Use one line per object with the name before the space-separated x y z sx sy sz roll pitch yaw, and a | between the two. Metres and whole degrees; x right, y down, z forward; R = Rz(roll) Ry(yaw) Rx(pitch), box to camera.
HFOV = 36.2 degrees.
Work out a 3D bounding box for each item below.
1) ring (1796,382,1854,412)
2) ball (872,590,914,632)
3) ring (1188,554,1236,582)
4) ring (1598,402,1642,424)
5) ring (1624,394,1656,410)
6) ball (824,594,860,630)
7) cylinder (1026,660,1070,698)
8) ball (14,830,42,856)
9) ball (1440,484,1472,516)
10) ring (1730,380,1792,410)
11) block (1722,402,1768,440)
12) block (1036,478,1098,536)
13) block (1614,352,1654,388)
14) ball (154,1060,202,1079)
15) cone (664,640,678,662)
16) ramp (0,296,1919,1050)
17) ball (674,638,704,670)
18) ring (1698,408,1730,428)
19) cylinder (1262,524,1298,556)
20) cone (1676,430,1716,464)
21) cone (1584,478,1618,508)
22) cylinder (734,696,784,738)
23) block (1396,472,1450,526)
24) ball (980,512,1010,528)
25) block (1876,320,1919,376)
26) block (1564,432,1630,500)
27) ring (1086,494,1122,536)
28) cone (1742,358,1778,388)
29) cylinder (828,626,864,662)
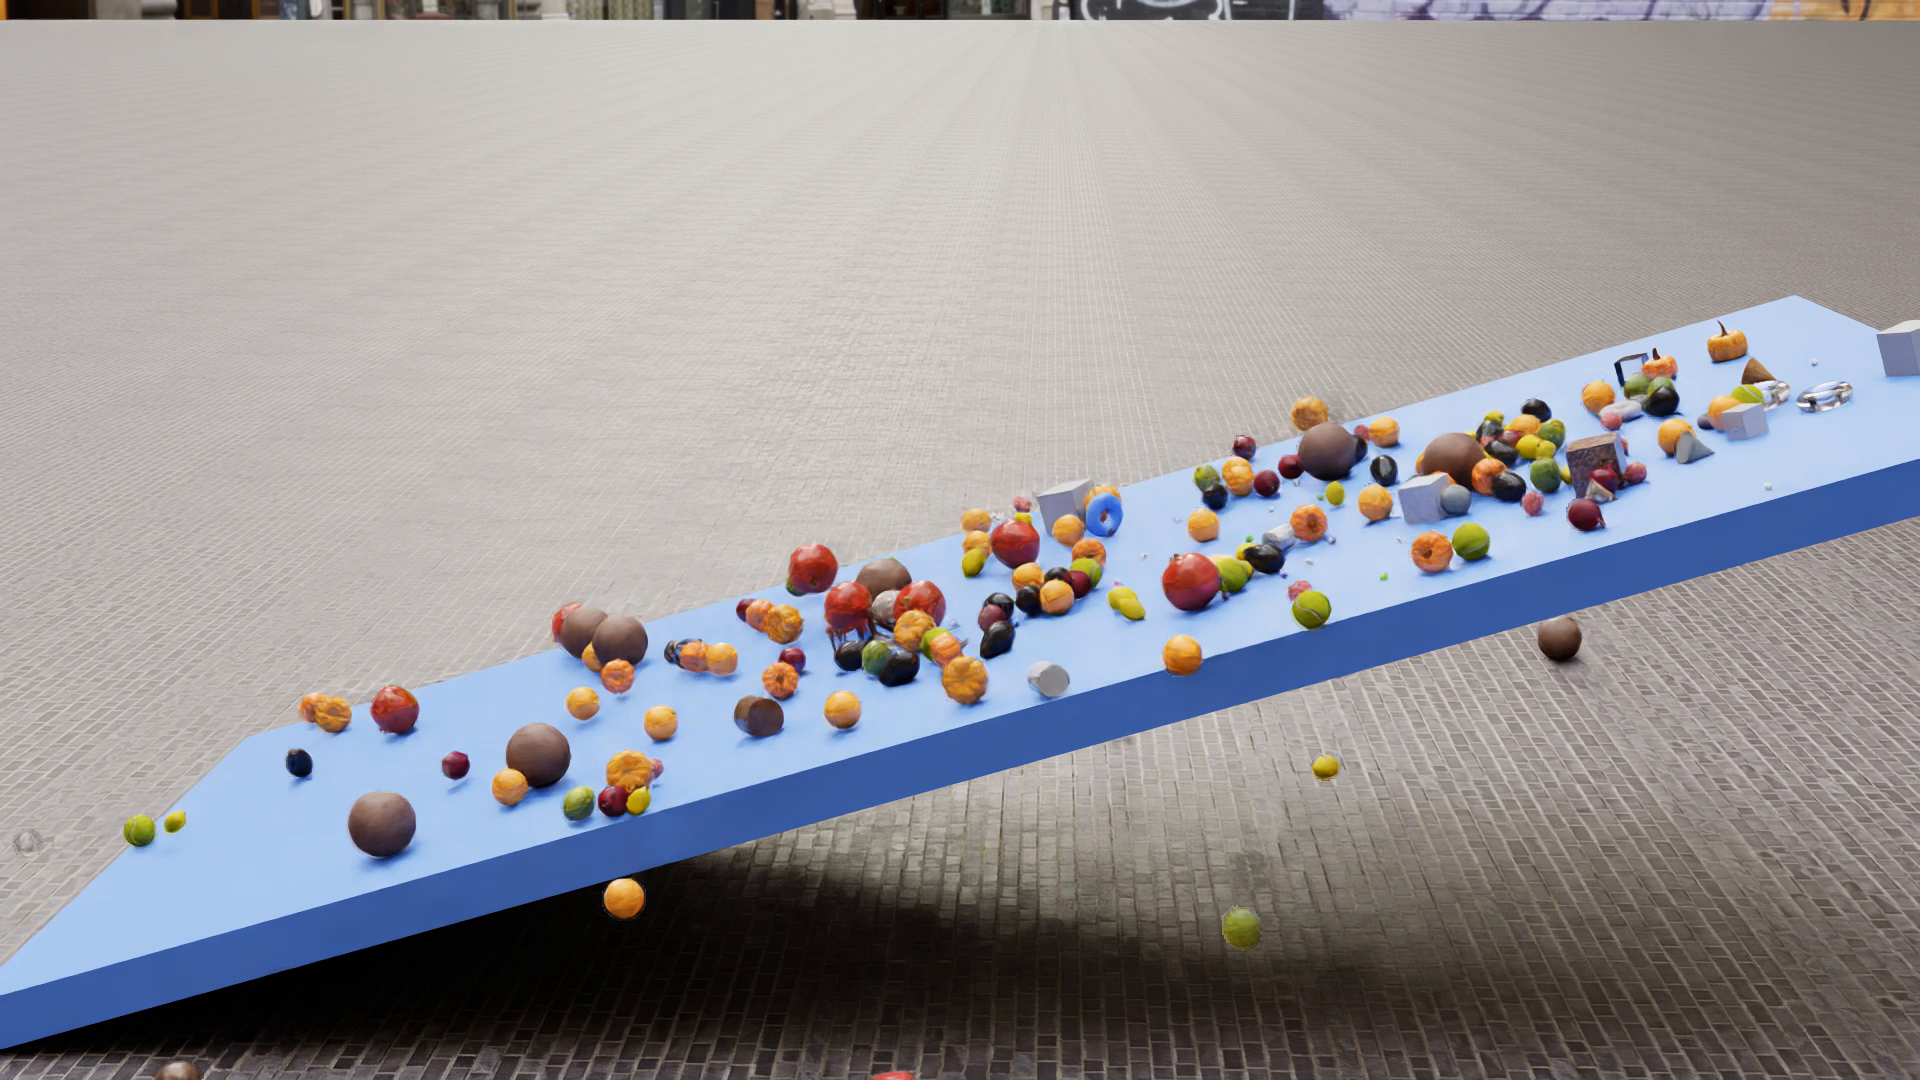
ring | 1.712 -0.284 5.823 0.111 0.037 0.111 -18 10 3
ball | -0.144 0.153 6.337 0.092 0.092 0.092 0 11 0
ring | 0.511 0.057 5.948 0.101 0.034 0.101 -15 11 3
ring | 1.408 -0.271 6.276 0.094 0.031 0.094 -16 11 3
ring | 1.461 -0.295 6.336 0.075 0.025 0.075 -17 9 3
ball | -0.262 0.161 6.521 0.081 0.081 0.081 0 11 0
cylinder | 0.161 0.254 5.359 0.060 0.060 0.060 -4 5 -19
ball | -2.146 0.698 6.771 0.058 0.058 0.058 0 11 0
ball | 0.983 -0.079 5.831 0.062 0.062 0.062 0 11 0
ring | 1.631 -0.292 5.990 0.123 0.041 0.123 -16 11 3
block | 1.539 -0.232 5.765 0.057 0.057 0.057 -22 11 -26
block | 0.259 -0.077 6.913 0.100 0.100 0.100 -10 12 36
block | 1.519 -0.383 6.631 0.058 0.058 0.058 -9 12 37
ball | -1.397 0.973 5.253 0.086 0.086 0.086 0 11 0
cone | -0.643 0.262 6.744 0.051 0.051 0.051 20 20 35
ramp | 0.091 0.187 6.320 4.000 0.100 2.000 -16 10 5
ball | -0.607 0.257 6.595 0.070 0.070 0.070 0 11 0
ring | 1.530 -0.246 5.947 0.078 0.026 0.078 -17 11 3
cylinder | 0.650 -0.001 5.985 0.051 0.051 0.051 -25 24 -36
cone | 1.433 -0.174 5.697 0.067 0.067 0.067 9 9 -12
cone | 1.219 -0.083 5.563 0.058 0.058 0.058 10 10 -3
cylinder | -0.393 0.344 5.737 0.076 0.076 0.076 -5 4 -25
block | 0.934 -0.081 5.881 0.077 0.077 0.077 -9 13 39
ball | 0.095 -0.025 7.413 0.088 0.088 0.088 0 11 0
block | 1.912 -0.386 5.898 0.090 0.090 0.090 -22 11 -27
block | 1.233 -0.145 5.684 0.094 0.094 0.094 -13 11 22
ring | 0.328 -0.057 6.687 0.102 0.102 0.034 -8 15 -36
cone | 1.692 -0.341 6.191 0.069 0.069 0.069 22 20 29
cylinder | -0.240 0.221 6.211 0.060 0.060 0.060 -16 10 3
